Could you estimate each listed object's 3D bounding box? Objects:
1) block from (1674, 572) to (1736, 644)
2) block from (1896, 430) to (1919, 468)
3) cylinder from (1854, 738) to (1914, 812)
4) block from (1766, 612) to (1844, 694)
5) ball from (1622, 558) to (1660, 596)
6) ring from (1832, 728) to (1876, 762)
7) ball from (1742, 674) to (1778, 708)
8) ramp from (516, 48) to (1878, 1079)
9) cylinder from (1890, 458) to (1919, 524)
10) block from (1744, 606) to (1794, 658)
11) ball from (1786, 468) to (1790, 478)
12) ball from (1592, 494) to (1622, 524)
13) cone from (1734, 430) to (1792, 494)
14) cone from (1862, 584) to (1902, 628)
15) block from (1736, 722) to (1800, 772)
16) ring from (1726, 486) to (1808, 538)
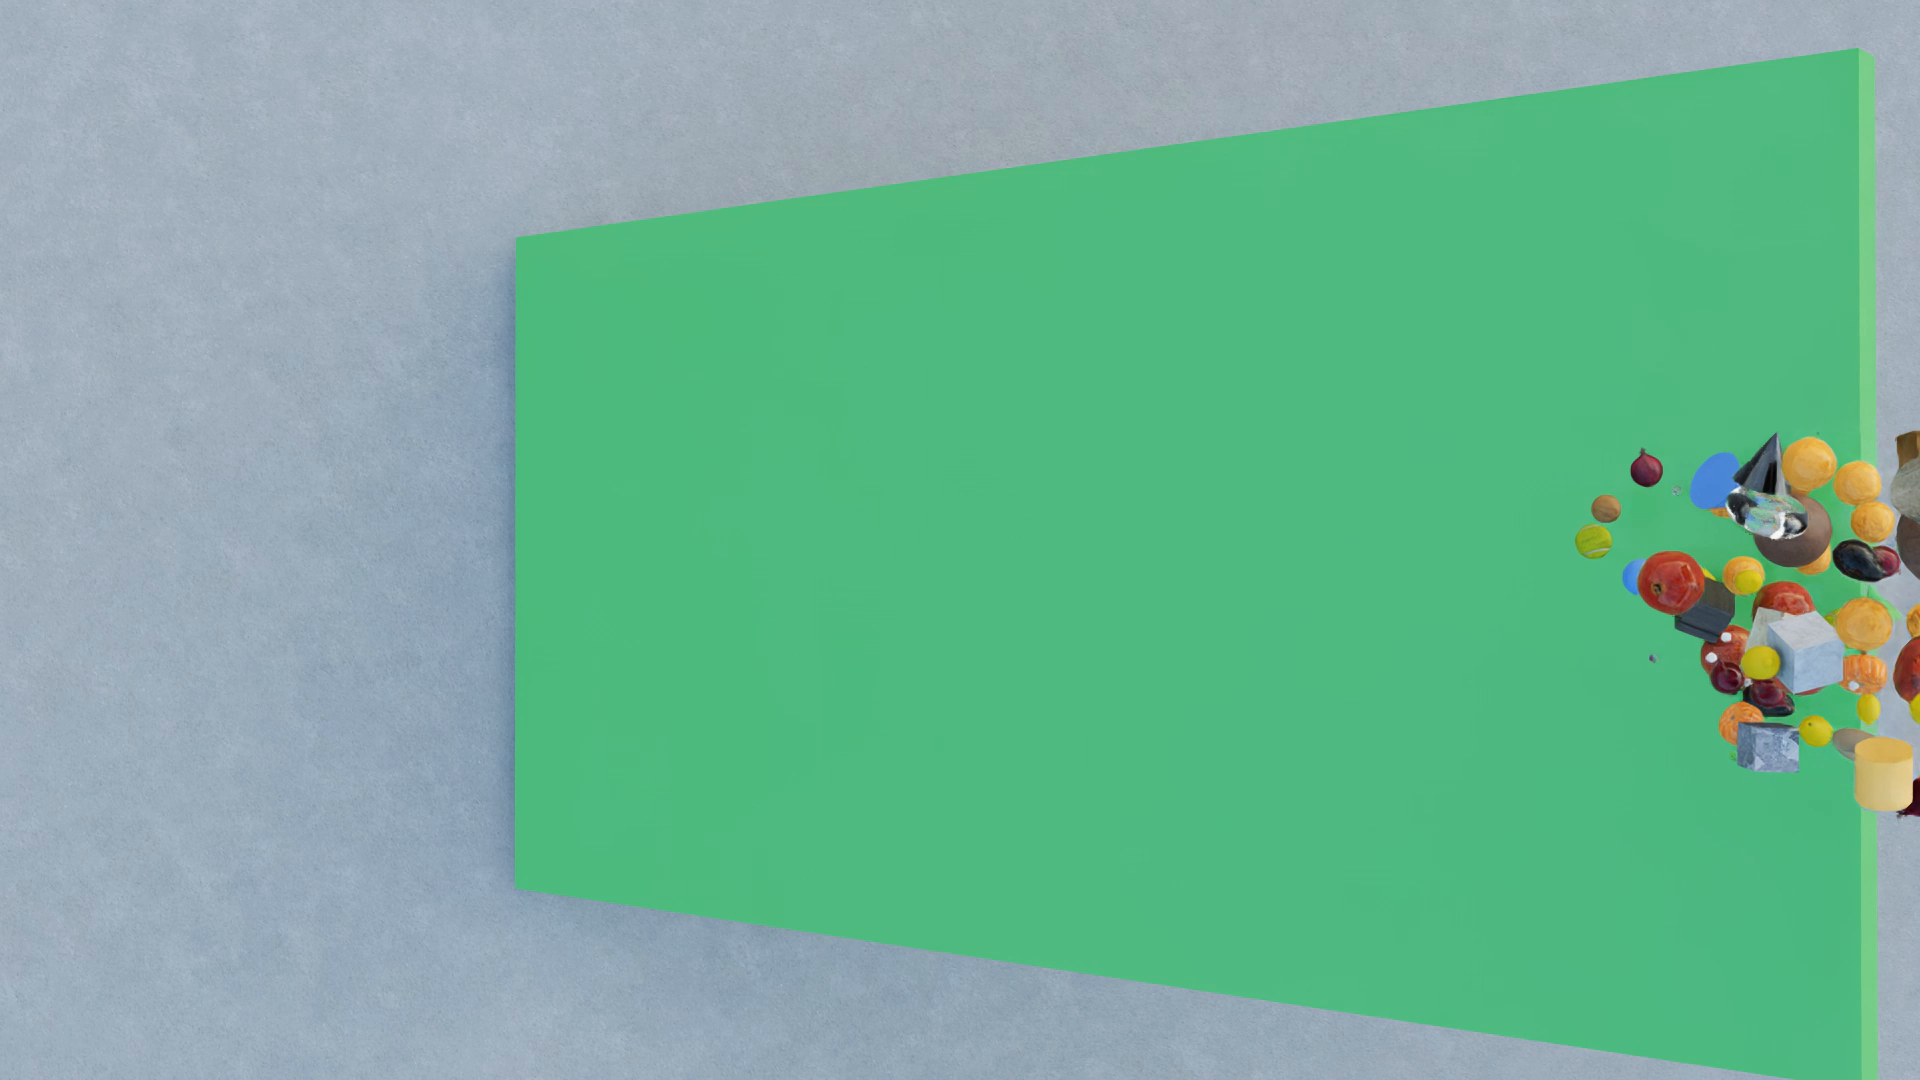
[{"bbox_3d":[1.425,0.130,4.210,0.081,0.081,0.081,20,131,1],"label":"block"},{"bbox_3d":[1.323,-0.109,2.971,0.080,0.080,0.080,-6,86,5],"label":"block"},{"bbox_3d":[1.331,0.337,3.169,0.078,0.078,0.078,-9,112,0],"label":"cylinder"},{"bbox_3d":[1.226,0.163,3.190,0.076,0.076,0.076,-14,120,-5],"label":"block"},{"bbox_3d":[1.295,0.071,4.182,0.071,0.071,0.071,0,90,0],"label":"ball"},{"bbox_3d":[1.406,0.326,3.410,0.107,0.107,0.036,28,84,0],"label":"ring"},{"bbox_3d":[1.568,0.295,4.310,0.066,0.066,0.066,0,90,0],"label":"ball"},{"bbox_3d":[0.213,0.062,5.528,4.000,0.100,2.000,0,90,39],"label":"ramp"},{"bbox_3d":[1.244,-0.056,2.799,0.081,0.081,0.081,20,90,-32],"label":"cylinder"},{"bbox_3d":[1.460,0.175,3.888,0.086,0.086,0.086,16,92,-12],"label":"block"},{"bbox_3d":[1.398,-0.108,3.797,0.065,0.065,0.065,0,90,0],"label":"ball"},{"bbox_3d":[1.253,-0.060,4.265,0.056,0.056,0.056,0,90,0],"label":"ball"},{"bbox_3d":[1.193,-0.122,3.239,0.085,0.085,0.085,7,113,0],"label":"cone"},{"bbox_3d":[1.601,0.109,3.847,0.070,0.070,0.070,-20,91,0],"label":"cone"},{"bbox_3d":[1.371,0.351,3.731,0.074,0.074,0.074,1,93,-4],"label":"block"},{"bbox_3d":[1.184,-0.041,3.226,0.119,0.119,0.040,11,119,0],"label":"ring"}]
